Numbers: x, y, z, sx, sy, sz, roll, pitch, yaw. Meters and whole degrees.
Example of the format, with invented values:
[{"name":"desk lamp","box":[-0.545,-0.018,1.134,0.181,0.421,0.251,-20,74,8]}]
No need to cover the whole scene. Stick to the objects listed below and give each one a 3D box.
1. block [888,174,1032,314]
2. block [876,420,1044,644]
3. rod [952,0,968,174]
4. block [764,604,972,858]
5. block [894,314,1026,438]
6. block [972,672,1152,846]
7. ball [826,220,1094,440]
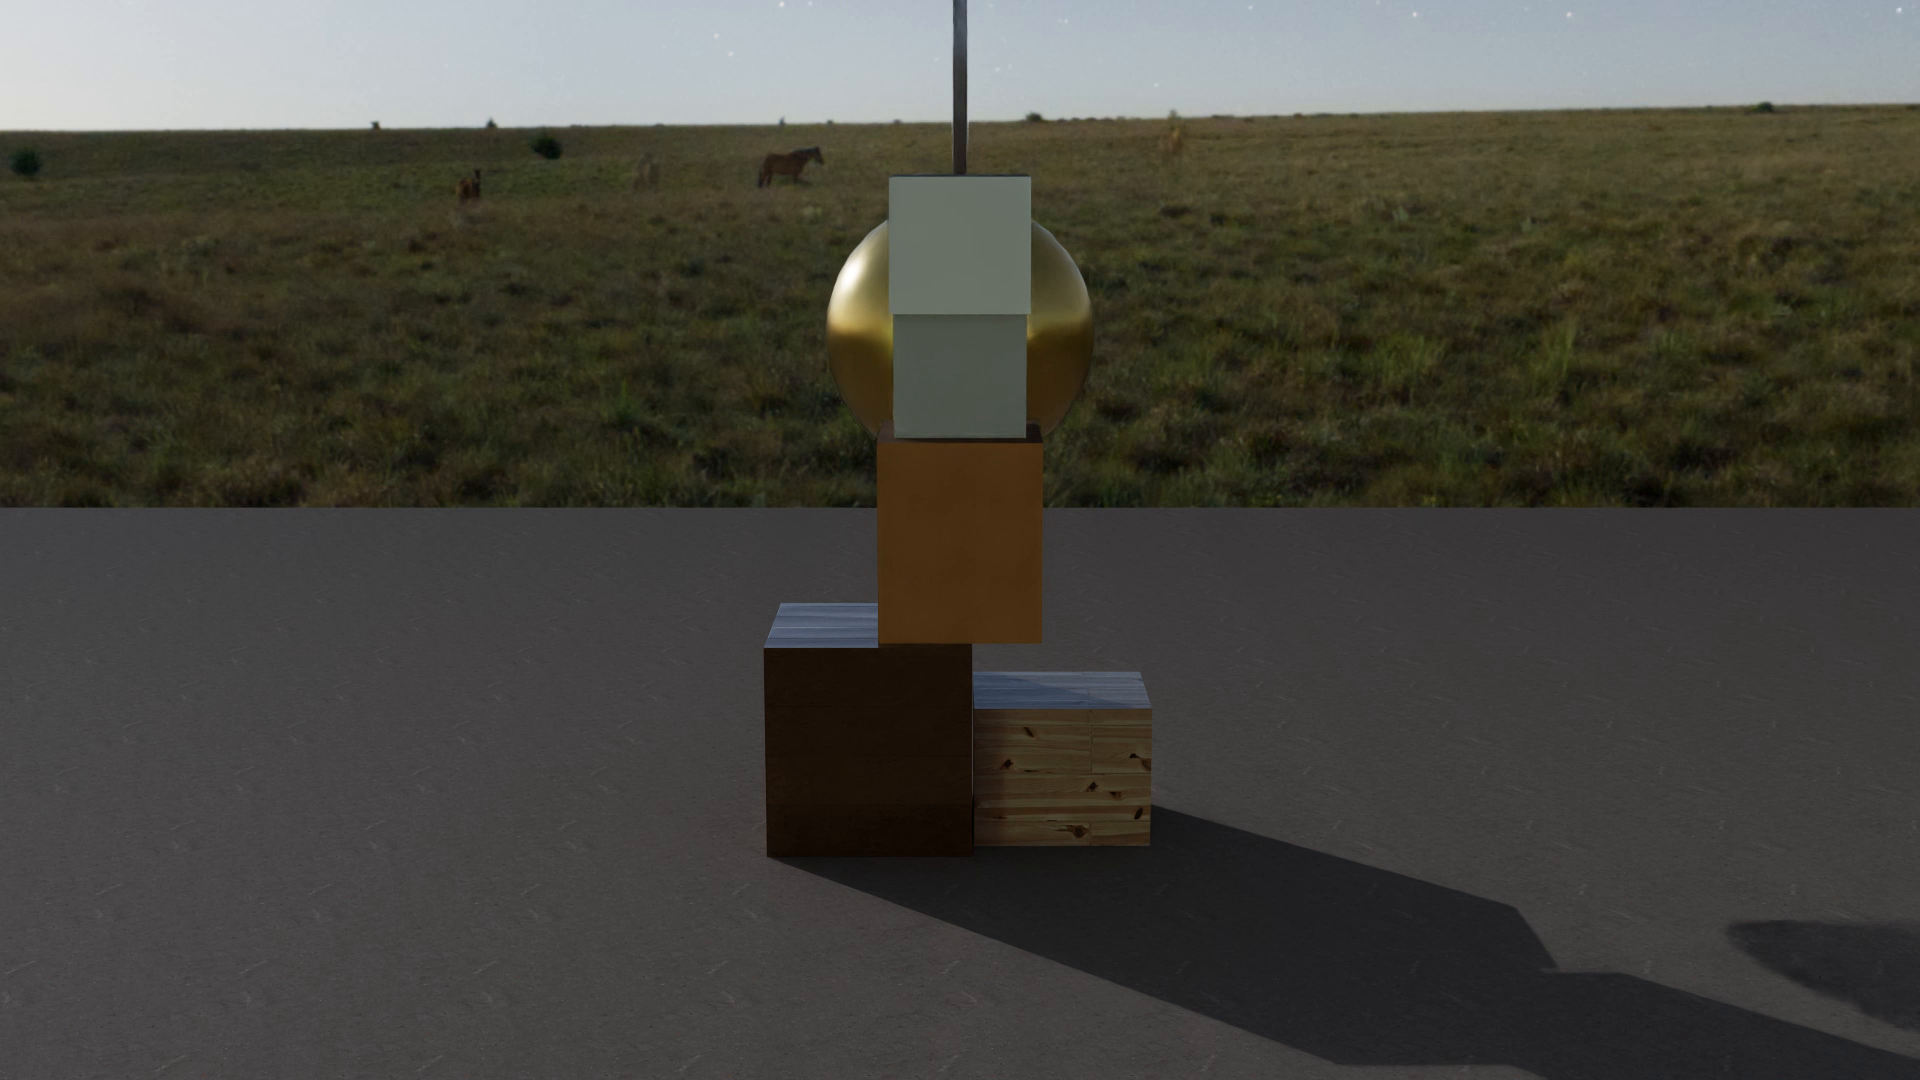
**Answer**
[{"name":"block","box":[0.000,-1.475,10.910,0.682,0.658,0.665,0,10,0]},{"name":"block","box":[0.000,-0.058,11.151,0.805,0.994,0.870,0,10,0]},{"name":"rod","box":[0.000,-4.153,11.339,0.080,5.200,0.080,0,31,0]},{"name":"block","box":[-0.449,0.955,11.334,1.017,1.066,1.051,0,10,0]},{"name":"block","box":[0.000,-0.853,11.036,0.649,0.611,0.568,0,10,0]},{"name":"block","box":[0.514,1.122,11.402,0.888,0.714,0.776,0,10,0]},{"name":"ball","box":[0.000,-1.224,13.066,1.600,1.600,1.600,0,10,0]}]
